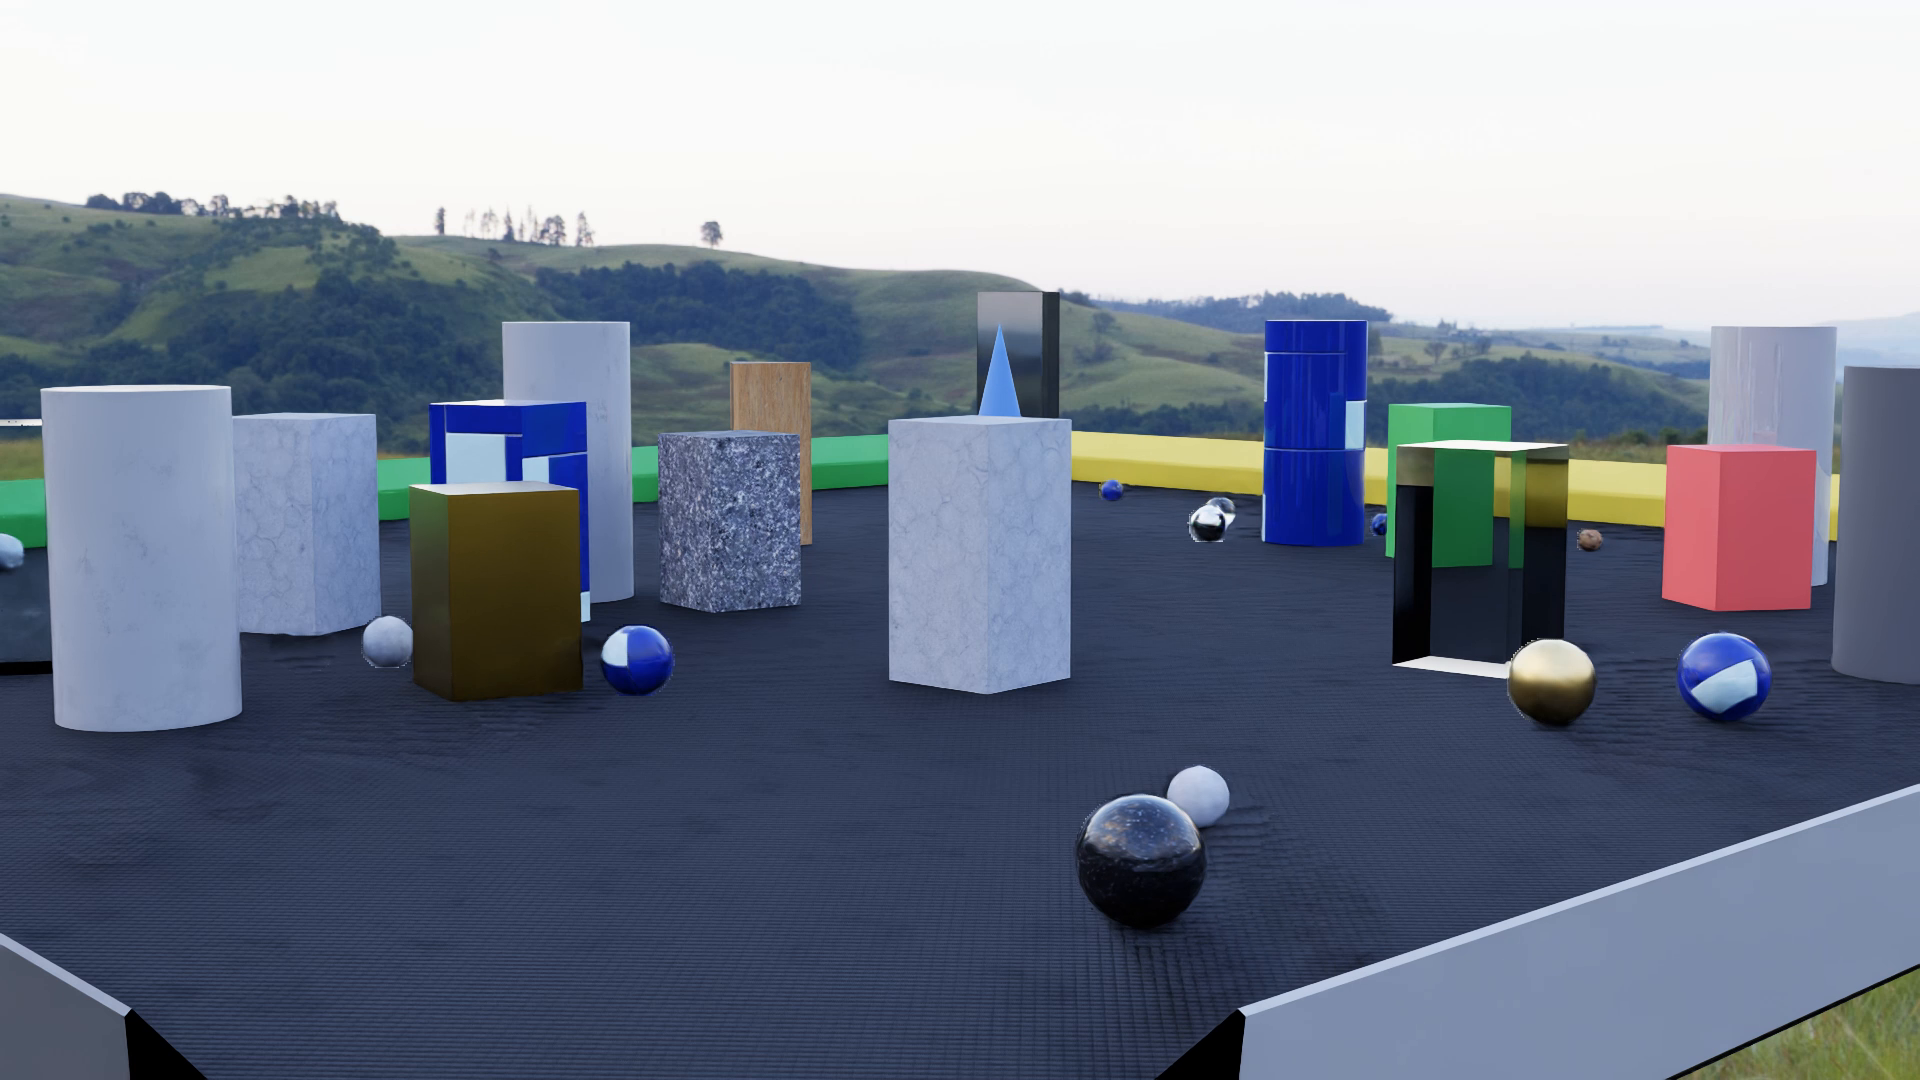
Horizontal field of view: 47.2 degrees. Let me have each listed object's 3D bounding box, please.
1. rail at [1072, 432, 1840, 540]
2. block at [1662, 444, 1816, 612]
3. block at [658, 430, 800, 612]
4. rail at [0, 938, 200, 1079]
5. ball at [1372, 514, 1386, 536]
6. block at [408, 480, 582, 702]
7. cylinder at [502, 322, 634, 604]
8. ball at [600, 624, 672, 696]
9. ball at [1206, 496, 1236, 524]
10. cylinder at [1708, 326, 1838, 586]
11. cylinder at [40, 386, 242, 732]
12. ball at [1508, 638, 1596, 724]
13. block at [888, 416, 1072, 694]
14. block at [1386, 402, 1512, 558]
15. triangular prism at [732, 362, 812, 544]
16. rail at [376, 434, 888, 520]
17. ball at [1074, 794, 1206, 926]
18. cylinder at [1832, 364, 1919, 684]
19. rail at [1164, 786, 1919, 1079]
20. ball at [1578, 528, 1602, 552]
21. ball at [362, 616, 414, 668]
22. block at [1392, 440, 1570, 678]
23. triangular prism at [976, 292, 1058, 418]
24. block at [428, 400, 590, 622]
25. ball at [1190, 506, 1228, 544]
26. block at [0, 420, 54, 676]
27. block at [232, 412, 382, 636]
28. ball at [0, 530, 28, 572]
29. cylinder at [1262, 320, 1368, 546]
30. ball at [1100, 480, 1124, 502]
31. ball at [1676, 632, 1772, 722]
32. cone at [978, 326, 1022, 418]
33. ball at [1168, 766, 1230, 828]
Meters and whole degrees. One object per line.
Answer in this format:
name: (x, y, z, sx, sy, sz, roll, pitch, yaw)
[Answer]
rail: (1.353, -0.097, 4.574, 0.045, 0.126, 3.614, -5, 8, -42)
block: (1.178, -0.022, 3.331, 0.155, 0.236, 0.155, -1, 6, -11)
block: (-0.350, -0.032, 3.332, 0.155, 0.257, 0.155, -5, 7, -37)
rail: (-1.353, 0.163, 2.090, 0.045, 0.126, 3.614, -5, 8, -42)
ball: (0.832, -0.030, 4.324, 0.045, 0.045, 0.045, 0, 6, 0)
block: (-0.548, 0.056, 2.590, 0.155, 0.237, 0.155, -3, 7, -30)
cylinder: (-0.606, -0.124, 3.406, 0.194, 0.425, 0.194, 0, 6, 0)
ball: (-0.373, 0.139, 2.540, 0.082, 0.082, 0.082, 0, 6, 0)
ball: (0.533, -0.057, 4.505, 0.063, 0.063, 0.063, 0, 6, 0)
cylinder: (1.329, -0.142, 3.613, 0.194, 0.417, 0.194, 0, 6, 0)
cylinder: (-0.892, 0.014, 2.402, 0.194, 0.359, 0.194, 0, 6, 0)
ball: (0.637, 0.152, 2.366, 0.092, 0.092, 0.092, 0, 6, 0)
block: (0.024, 0.012, 2.644, 0.155, 0.313, 0.155, 5, 8, 40)
block: (0.869, -0.103, 3.921, 0.155, 0.275, 0.155, -2, 6, -18)
triangular prism: (-0.392, -0.165, 4.178, 0.168, 0.345, 0.146, -5, 8, -38)
rail: (-1.209, -0.104, 4.635, 3.730, 0.126, 0.045, -5, 8, -42)
ball: (0.131, 0.232, 1.592, 0.095, 0.095, 0.095, 0, 6, 0)
cylinder: (1.178, -0.024, 2.689, 0.194, 0.375, 0.194, 0, 6, 0)
rail: (1.209, 0.170, 2.029, 3.730, 0.126, 0.045, -5, 8, -42)
ball: (1.163, 0.000, 4.055, 0.042, 0.042, 0.042, 0, 6, 0)
ball: (-0.713, 0.127, 2.742, 0.064, 0.064, 0.064, 0, 6, 0)
block: (0.652, 0.019, 2.755, 0.155, 0.276, 0.155, 5, 8, 41)
triangular prism: (0.144, -0.239, 4.249, 0.168, 0.478, 0.146, 5, 8, 40)
block: (-0.634, -0.037, 3.106, 0.155, 0.314, 0.155, 3, 7, 24)
ball: (0.475, -0.029, 4.200, 0.071, 0.071, 0.071, 0, 6, 0)
block: (-1.195, 0.006, 2.740, 0.155, 0.305, 0.155, -2, 6, -14)
block: (-0.928, -0.026, 3.088, 0.155, 0.296, 0.155, 2, 6, 19)
ball: (-1.625, 0.018, 3.747, 0.070, 0.070, 0.070, 0, 6, 0)
cylinder: (0.680, -0.208, 4.215, 0.194, 0.423, 0.194, 0, 6, 0)
ball: (0.353, -0.115, 5.110, 0.052, 0.052, 0.052, 0, 6, 0)
ball: (0.826, 0.148, 2.379, 0.097, 0.097, 0.097, 0, 6, 0)
cone: (0.063, -0.133, 3.501, 0.194, 0.423, 0.194, 0, 6, 0)
ball: (0.205, 0.222, 1.893, 0.053, 0.053, 0.053, 0, 6, 0)
